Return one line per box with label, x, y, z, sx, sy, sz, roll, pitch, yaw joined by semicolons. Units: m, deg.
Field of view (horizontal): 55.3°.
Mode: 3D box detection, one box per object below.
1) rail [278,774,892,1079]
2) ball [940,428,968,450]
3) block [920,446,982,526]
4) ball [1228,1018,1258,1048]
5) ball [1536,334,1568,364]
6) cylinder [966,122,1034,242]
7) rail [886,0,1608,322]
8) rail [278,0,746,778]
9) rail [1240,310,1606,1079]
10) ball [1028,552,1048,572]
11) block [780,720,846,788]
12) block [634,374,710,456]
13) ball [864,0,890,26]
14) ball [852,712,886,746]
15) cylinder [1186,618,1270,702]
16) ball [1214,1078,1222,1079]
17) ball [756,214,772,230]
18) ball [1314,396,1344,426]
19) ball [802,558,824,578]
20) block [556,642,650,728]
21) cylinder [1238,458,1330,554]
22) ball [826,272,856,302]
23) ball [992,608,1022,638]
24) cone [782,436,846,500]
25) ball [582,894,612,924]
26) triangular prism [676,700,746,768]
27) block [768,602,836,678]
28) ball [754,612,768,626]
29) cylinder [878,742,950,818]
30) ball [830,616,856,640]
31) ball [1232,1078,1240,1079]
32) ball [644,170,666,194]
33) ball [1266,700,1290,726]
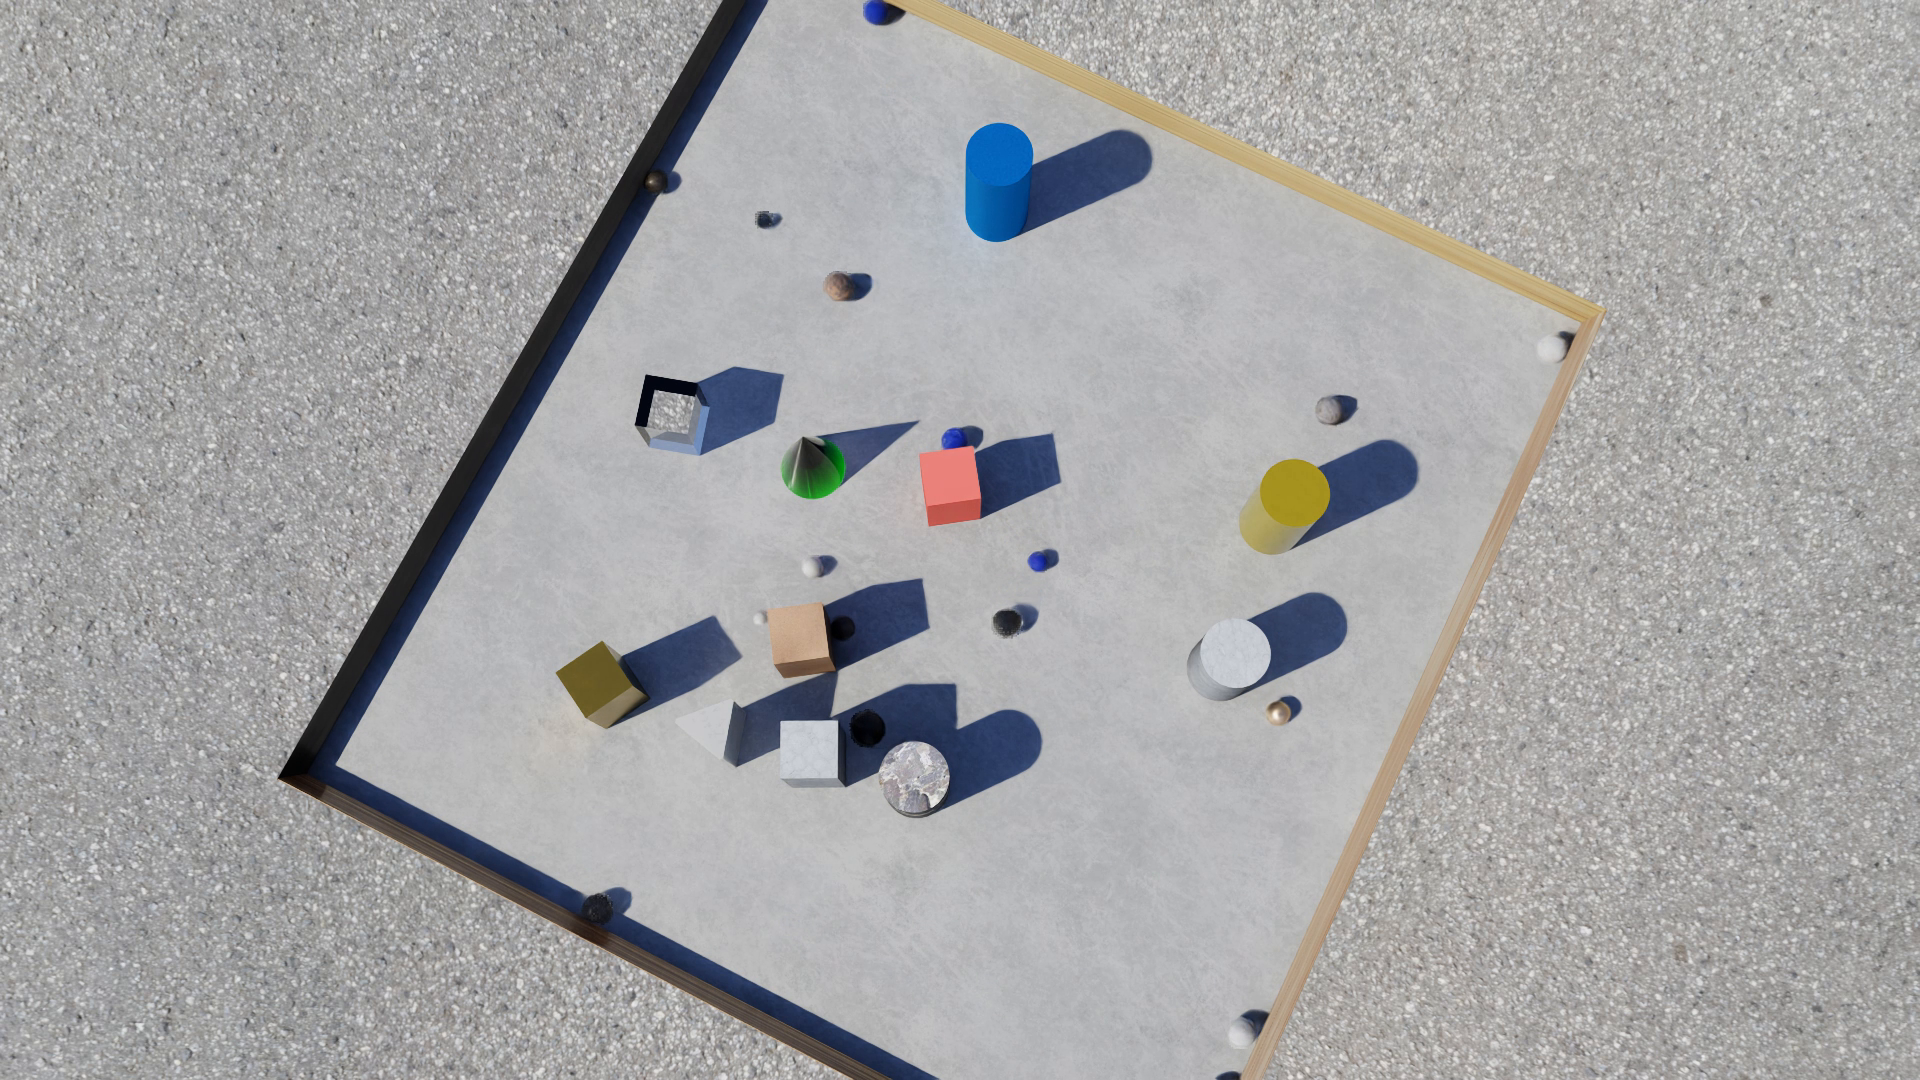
rail;-0.675;1.328;5.274;2.920;0.130;0.045;26;80;5
ball;-0.017;-0.303;5.637;0.083;0.083;0.083;0;78;0
block;-0.029;-0.159;5.504;0.160;0.284;0.160;-8;78;-2
ball;0.813;1.420;5.279;0.086;0.086;0.086;0;78;0
ball;1.840;-0.595;5.692;0.094;0.094;0.094;0;78;0
cylinder;0.116;-1.088;5.611;0.200;0.453;0.200;0;78;0
rail;0.675;-1.314;5.821;2.920;0.130;0.045;26;80;5
rail;-1.285;-0.622;5.678;0.045;0.130;3.065;26;80;5
rail;1.285;0.636;5.418;0.045;0.130;3.065;26;80;5
ball;0.237;0.065;5.571;0.063;0.063;0.063;0;78;0
block;-0.421;0.622;5.296;0.160;0.375;0.160;0;78;0
block;-0.871;-0.376;5.562;0.160;0.260;0.160;10;78;2
ball;-0.268;-1.707;5.928;0.082;0.082;0.082;0;78;0
ball;-0.272;0.562;5.449;0.100;0.100;0.100;0;78;0
cylinder;0.784;0.355;5.374;0.200;0.332;0.200;0;78;0
ball;0.741;1.581;5.252;0.073;0.073;0.073;0;78;0
ball;-0.619;-1.009;5.800;0.050;0.050;0.050;0;78;0
ball;1.140;-0.398;5.653;0.090;0.090;0.090;0;78;0
ball;-0.445;0.085;5.566;0.064;0.064;0.064;0;78;0
block;-1.042;0.428;5.369;0.160;0.311;0.160;-35;80;-7
cylinder;0.956;-0.093;5.427;0.200;0.408;0.200;0;78;0
ball;-0.374;-0.790;5.734;0.091;0.091;0.091;0;78;0
ball;0.142;0.249;5.520;0.088;0.088;0.088;0;78;0
cone;-0.454;-0.261;5.477;0.200;0.379;0.200;0;78;0
ball;-1.059;1.077;5.349;0.086;0.086;0.086;0;78;0
triangular prism;-0.693;0.541;5.345;0.173;0.313;0.150;39;81;7
block;-0.463;0.298;5.393;0.160;0.317;0.160;-8;78;-2
ball;-0.600;0.237;5.546;0.042;0.042;0.042;0;78;0
cylinder;-0.129;0.698;5.313;0.200;0.312;0.200;0;78;0
ball;-0.353;0.268;5.524;0.074;0.074;0.074;0;78;0
ball;0.794;1.567;5.271;0.041;0.041;0.041;0;78;0
ball;-0.966;-1.134;5.815;0.072;0.072;0.072;0;78;0
ball;0.949;0.517;5.472;0.074;0.074;0.074;0;78;0
